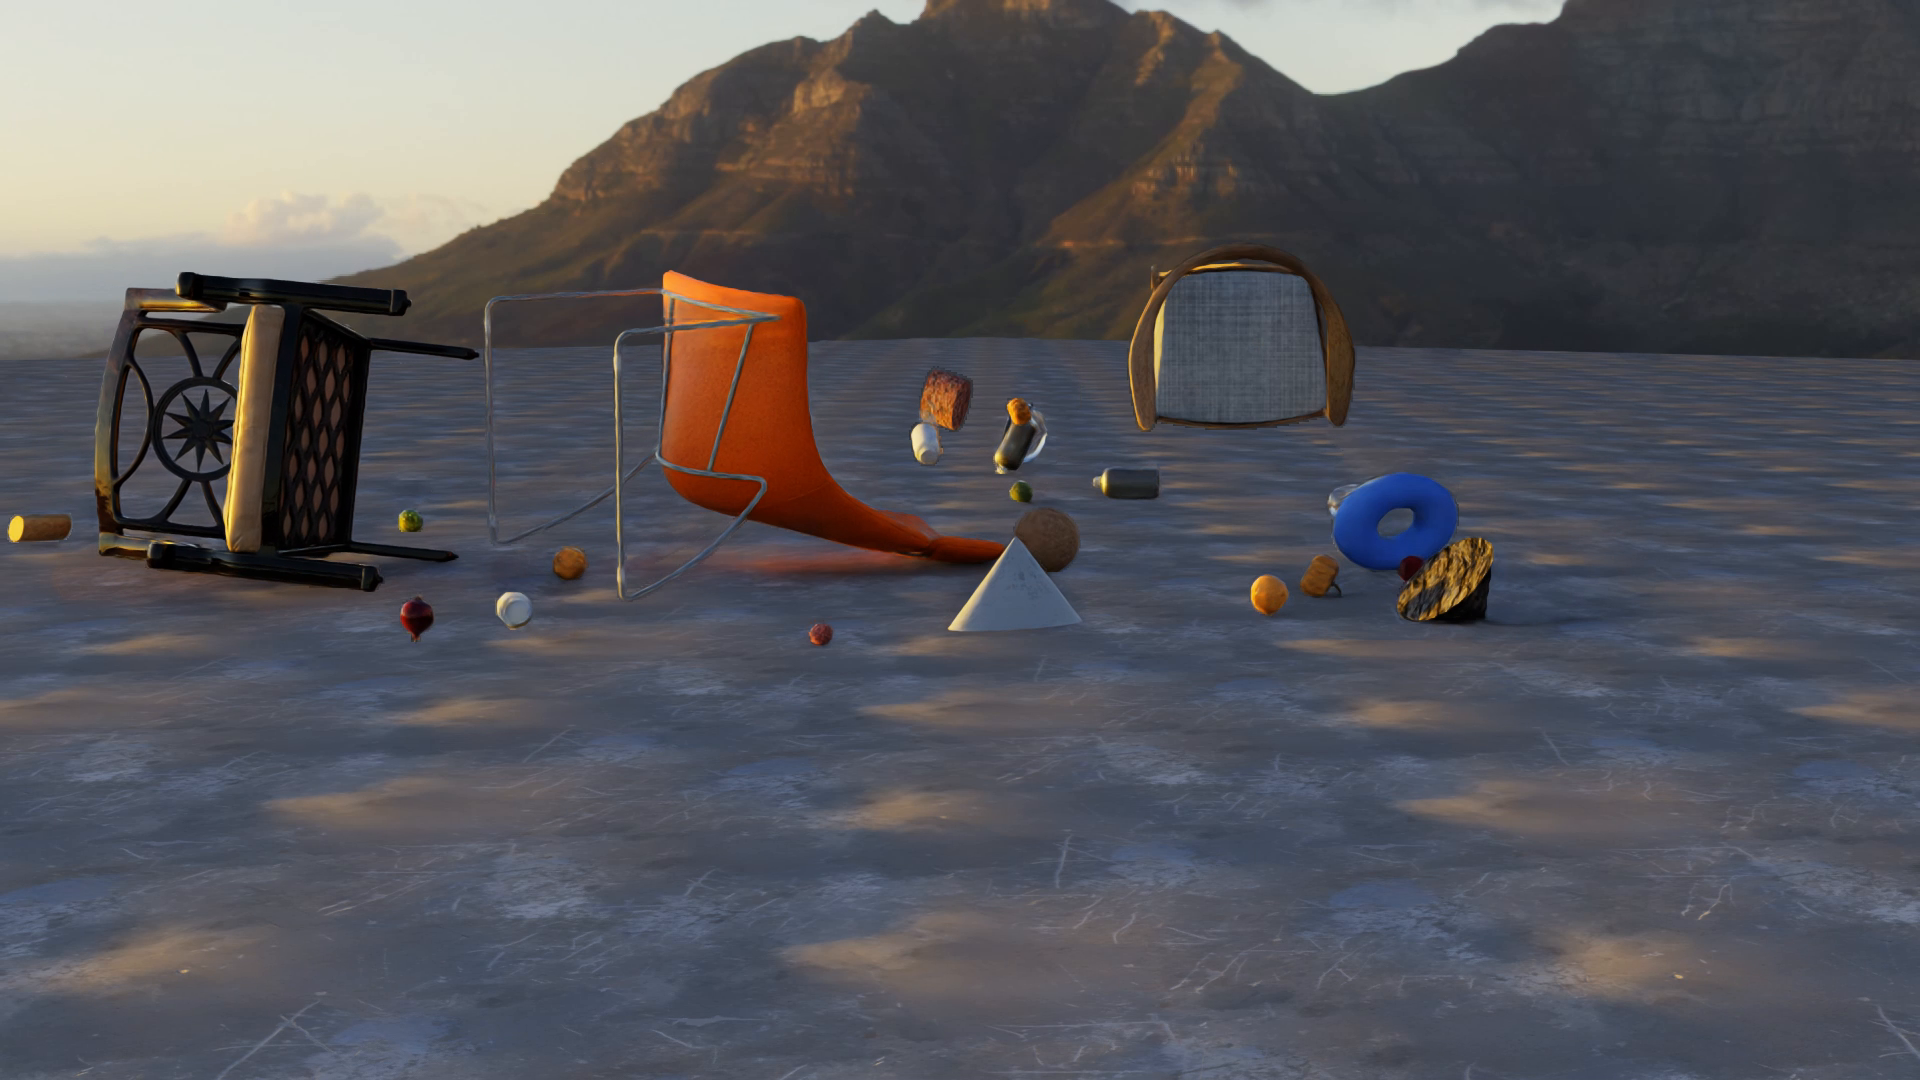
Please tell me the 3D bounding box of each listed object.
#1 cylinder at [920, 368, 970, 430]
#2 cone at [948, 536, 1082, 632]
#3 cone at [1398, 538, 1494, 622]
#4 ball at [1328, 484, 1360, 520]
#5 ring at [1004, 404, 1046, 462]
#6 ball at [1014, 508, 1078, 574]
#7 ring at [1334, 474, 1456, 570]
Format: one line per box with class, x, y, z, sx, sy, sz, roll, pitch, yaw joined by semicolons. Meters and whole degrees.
cylinder;-0.050;-0.491;8.964;0.122;0.191;0.137;21;30;19
cone;0.106;0.075;4.851;0.291;0.170;0.128;-4;7;-31
cone;0.970;0.113;4.929;0.232;0.121;0.194;-28;29;43
ball;1.032;-0.096;6.811;0.109;0.109;0.109;0;6;0
ring;0.229;-0.373;9.029;0.049;0.207;0.213;10;16;40
ball;0.191;0.002;5.709;0.146;0.146;0.146;0;6;0
ring;0.973;-0.040;5.732;0.297;0.225;0.090;-7;21;-16
